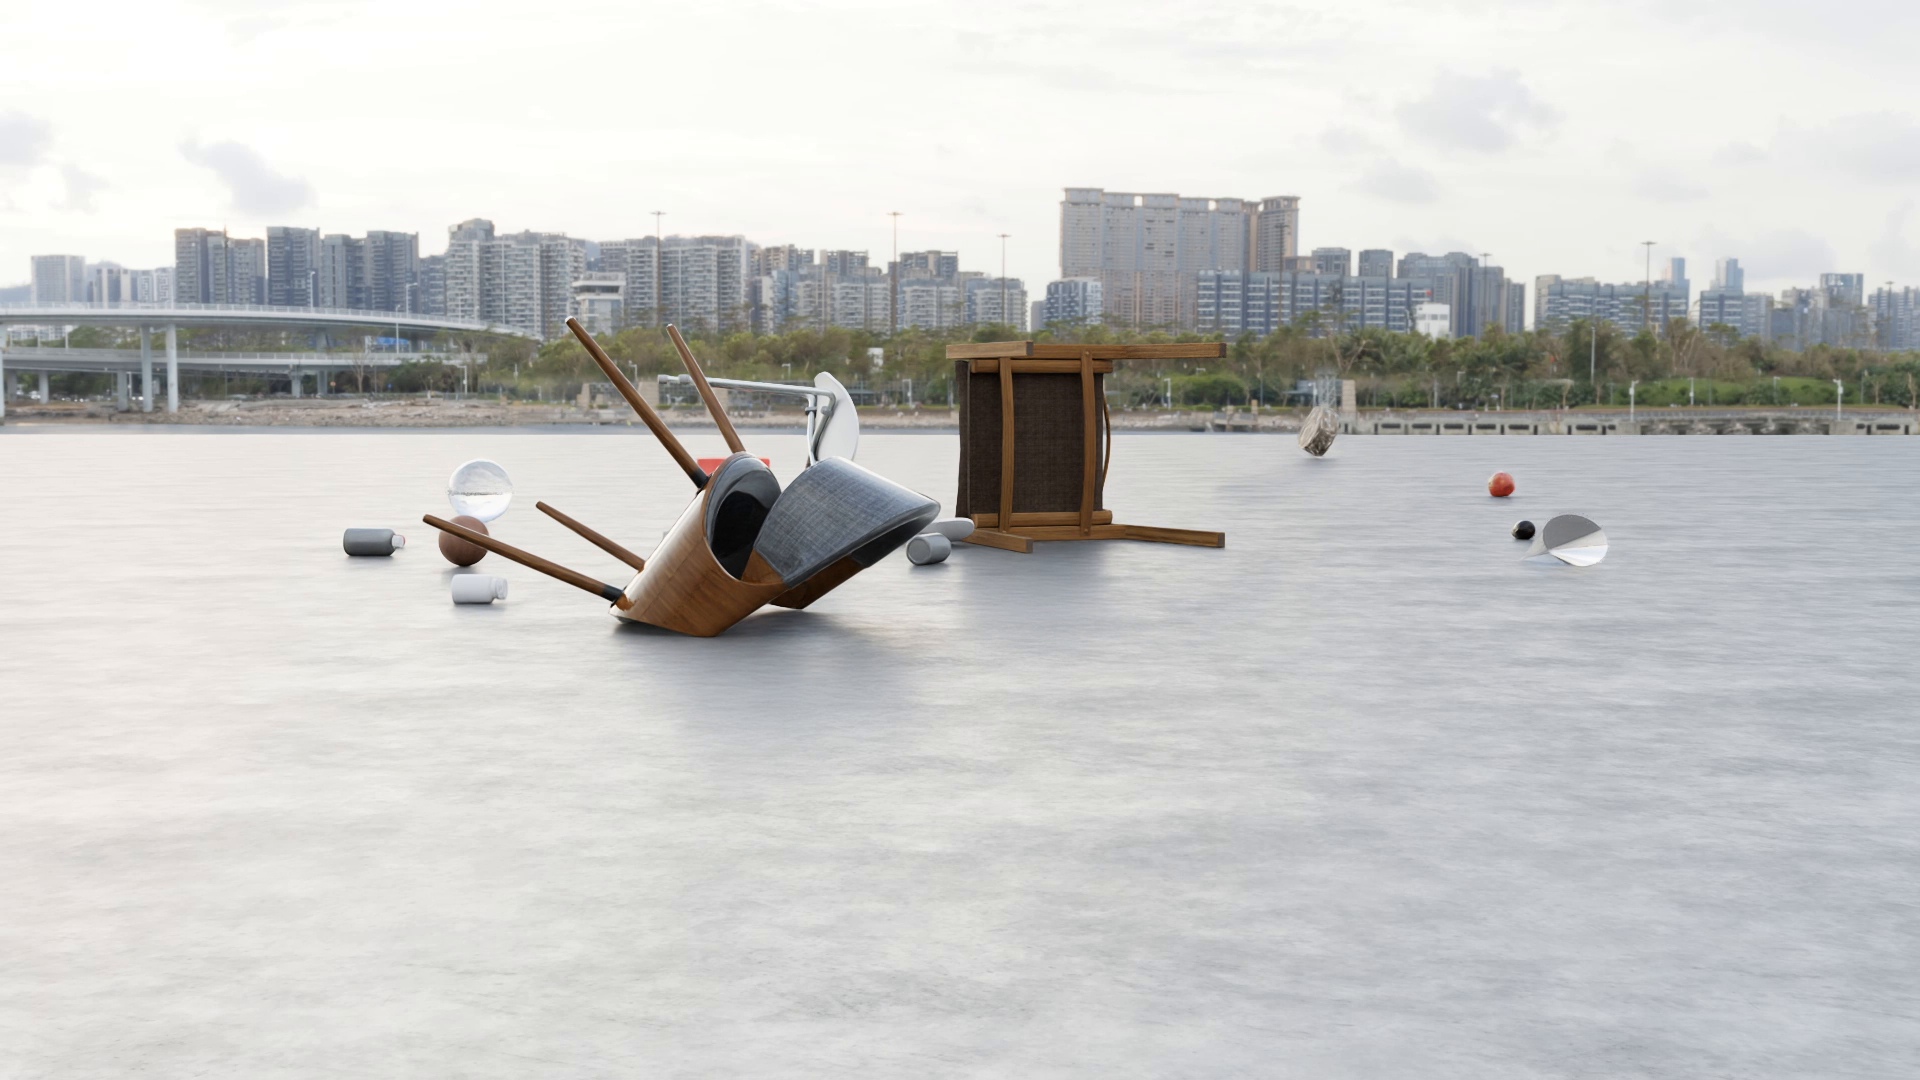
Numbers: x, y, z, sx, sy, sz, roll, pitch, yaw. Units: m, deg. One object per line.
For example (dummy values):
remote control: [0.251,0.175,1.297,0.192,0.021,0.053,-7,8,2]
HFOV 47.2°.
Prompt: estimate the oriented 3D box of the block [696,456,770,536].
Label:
block: [-0.707,-0.138,6.848,0.220,0.235,0.212,-1,4,-7]

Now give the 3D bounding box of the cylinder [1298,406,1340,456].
cylinder: [2.325,-0.704,14.247,0.130,0.298,0.326,25,30,-10]

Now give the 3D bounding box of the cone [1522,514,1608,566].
cone: [1.521,0.026,5.691,0.212,0.135,0.214,3,-16,-26]

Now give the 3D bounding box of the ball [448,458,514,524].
ball: [-1.606,-0.164,7.366,0.215,0.215,0.215,0,4,0]
